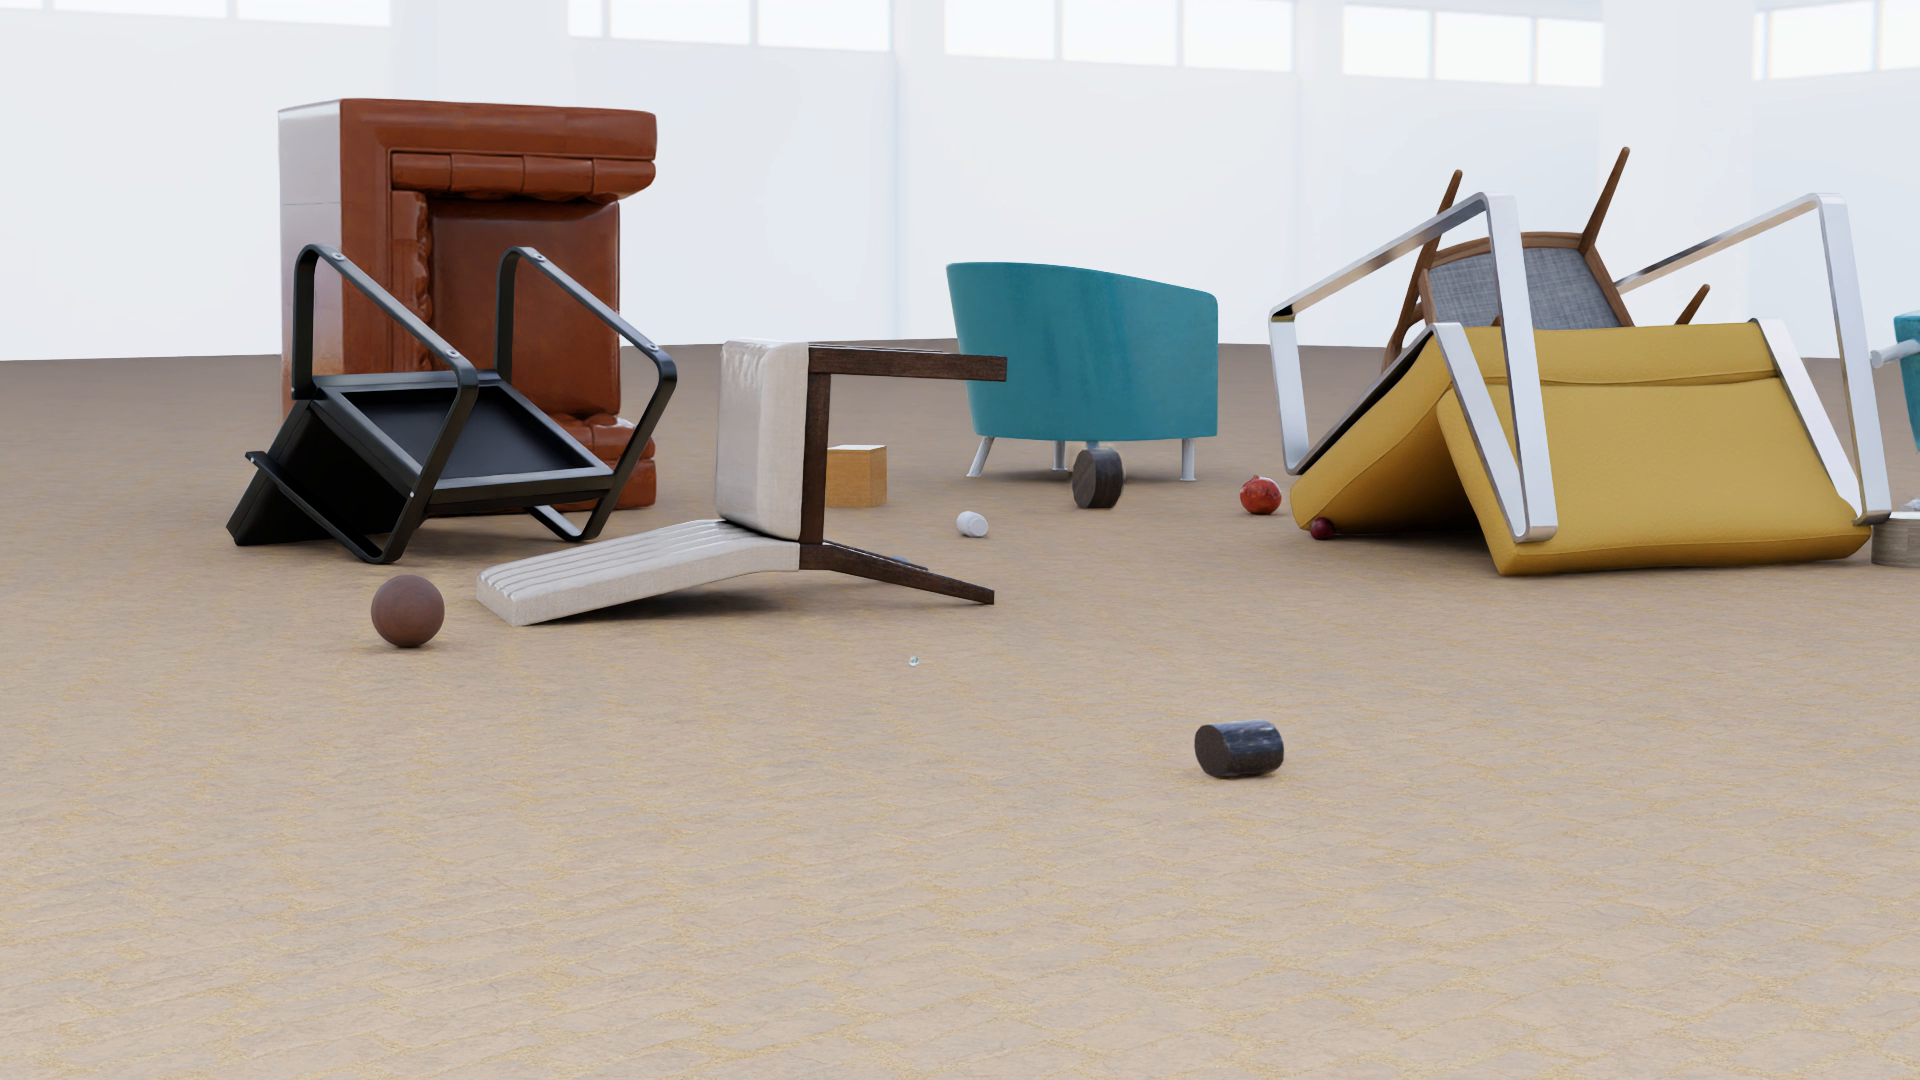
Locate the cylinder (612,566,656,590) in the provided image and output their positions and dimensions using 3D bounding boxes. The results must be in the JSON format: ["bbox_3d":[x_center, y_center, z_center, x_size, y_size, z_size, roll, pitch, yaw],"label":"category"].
[{"bbox_3d":[-0.685,0.082,5.391,0.080,0.047,0.068,-2,2,-22],"label":"cylinder"}]

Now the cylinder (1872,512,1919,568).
[{"bbox_3d":[2.185,0.000,5.869,0.188,0.112,0.174,4,7,31],"label":"cylinder"}]

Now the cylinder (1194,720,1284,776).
[{"bbox_3d":[0.370,0.276,3.402,0.085,0.067,0.089,-3,13,-25],"label":"cylinder"}]

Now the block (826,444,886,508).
[{"bbox_3d":[-0.299,-0.185,7.405,0.131,0.165,0.183,1,6,14],"label":"block"}]

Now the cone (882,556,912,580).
[{"bbox_3d":[-0.142,0.072,5.603,0.064,0.050,0.057,-1,30,10],"label":"cone"}]
